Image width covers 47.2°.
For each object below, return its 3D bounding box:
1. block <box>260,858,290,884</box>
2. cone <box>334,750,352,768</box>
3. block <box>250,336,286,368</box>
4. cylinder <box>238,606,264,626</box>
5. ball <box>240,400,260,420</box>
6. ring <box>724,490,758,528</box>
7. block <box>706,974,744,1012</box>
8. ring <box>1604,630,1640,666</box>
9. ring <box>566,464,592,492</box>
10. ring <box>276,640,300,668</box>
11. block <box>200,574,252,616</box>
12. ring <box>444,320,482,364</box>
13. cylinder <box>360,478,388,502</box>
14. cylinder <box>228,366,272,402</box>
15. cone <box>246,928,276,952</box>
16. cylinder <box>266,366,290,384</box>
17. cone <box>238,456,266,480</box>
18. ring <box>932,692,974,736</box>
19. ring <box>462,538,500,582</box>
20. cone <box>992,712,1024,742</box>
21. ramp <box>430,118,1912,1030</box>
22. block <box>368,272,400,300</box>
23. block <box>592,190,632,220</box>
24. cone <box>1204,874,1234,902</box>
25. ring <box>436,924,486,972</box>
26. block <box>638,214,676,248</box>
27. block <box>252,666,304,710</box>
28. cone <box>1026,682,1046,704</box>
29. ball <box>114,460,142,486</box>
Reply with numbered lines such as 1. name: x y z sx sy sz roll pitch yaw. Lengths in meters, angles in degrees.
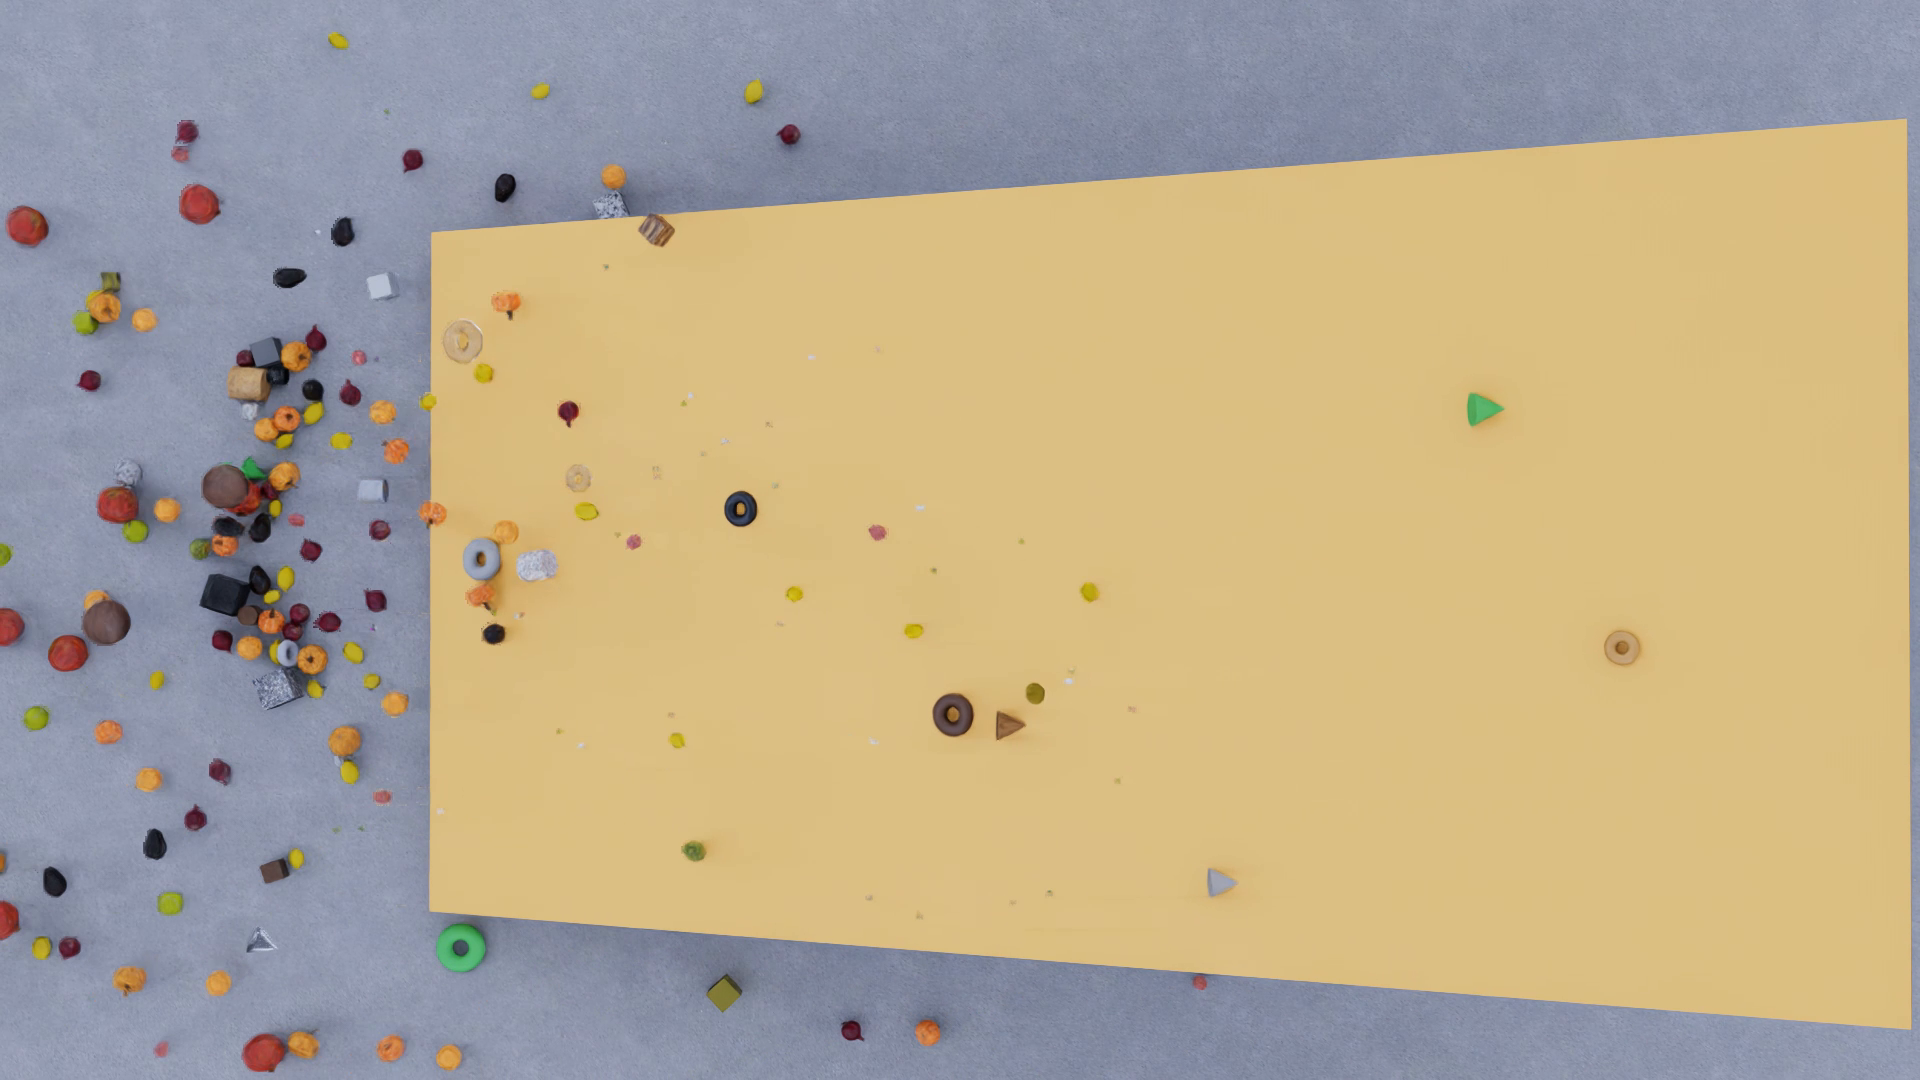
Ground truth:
1. block: -2.035 0.983 6.531 0.057 0.057 0.057 -18 89 0
2. cone: -1.841 0.652 6.535 0.056 0.056 0.056 0 89 0
3. block: -2.058 -0.556 6.541 0.072 0.072 0.072 -19 89 0
4. cylinder: -2.109 0.224 6.538 0.060 0.060 0.060 0 89 0
5. ball: -2.106 -0.385 6.523 0.056 0.056 0.056 0 89 0
6. ring: -0.601 -0.085 6.029 0.101 0.034 0.101 0 91 24
7. block: -0.698 1.343 6.519 0.073 0.073 0.073 -43 90 0
8. ring: 1.525 0.249 5.066 0.081 0.027 0.081 -1 88 25
9. ring: -1.084 -0.176 6.252 0.083 0.028 0.083 0 91 24
10. ring: -1.994 0.337 6.529 0.028 0.084 0.084 -2 89 25
11. block: -2.177 0.163 6.520 0.099 0.099 0.099 18 89 0
12. ring: -1.450 -0.579 6.413 0.131 0.044 0.131 0 90 23
13. cylinder: -1.739 -0.147 6.523 0.070 0.070 0.070 1 89 -3
14. cylinder: -2.110 -0.463 6.528 0.098 0.098 0.098 5 89 1
15. cone: -2.067 1.202 6.539 0.078 0.078 0.078 28 89 -27
16. cylinder: -2.032 -0.491 6.551 0.052 0.052 0.052 7 89 8
17. cone: -2.100 -0.198 6.556 0.077 0.077 0.077 30 89 -26
18. ring: -0.018 0.457 5.756 0.115 0.038 0.115 0 90 23
19. ring: -1.388 0.056 6.378 0.126 0.042 0.126 -1 87 25
20. cone: 0.136 0.478 5.687 0.080 0.080 0.080 -9 89 -18
21. ramp: 0.283 0.083 5.699 4.000 0.100 2.000 0 89 24
22. block: -1.715 -0.753 6.543 0.064 0.064 0.064 -13 89 8
23. block: -1.033 -0.980 6.541 0.083 0.083 0.083 -22 89 0
24. cone: 0.655 0.851 5.449 0.074 0.074 0.074 -18 89 -28
25. ring: -1.483 1.211 6.533 0.146 0.049 0.146 0 90 1
26. block: -0.846 -0.863 6.132 0.062 0.062 0.062 44 106 18
27. block: -2.021 0.440 6.518 0.096 0.096 0.096 -22 89 0
28. cone: 0.182 0.397 5.655 0.057 0.057 0.057 0 89 24
29. ball: -2.471 -0.197 6.535 0.077 0.077 0.077 0 89 0
